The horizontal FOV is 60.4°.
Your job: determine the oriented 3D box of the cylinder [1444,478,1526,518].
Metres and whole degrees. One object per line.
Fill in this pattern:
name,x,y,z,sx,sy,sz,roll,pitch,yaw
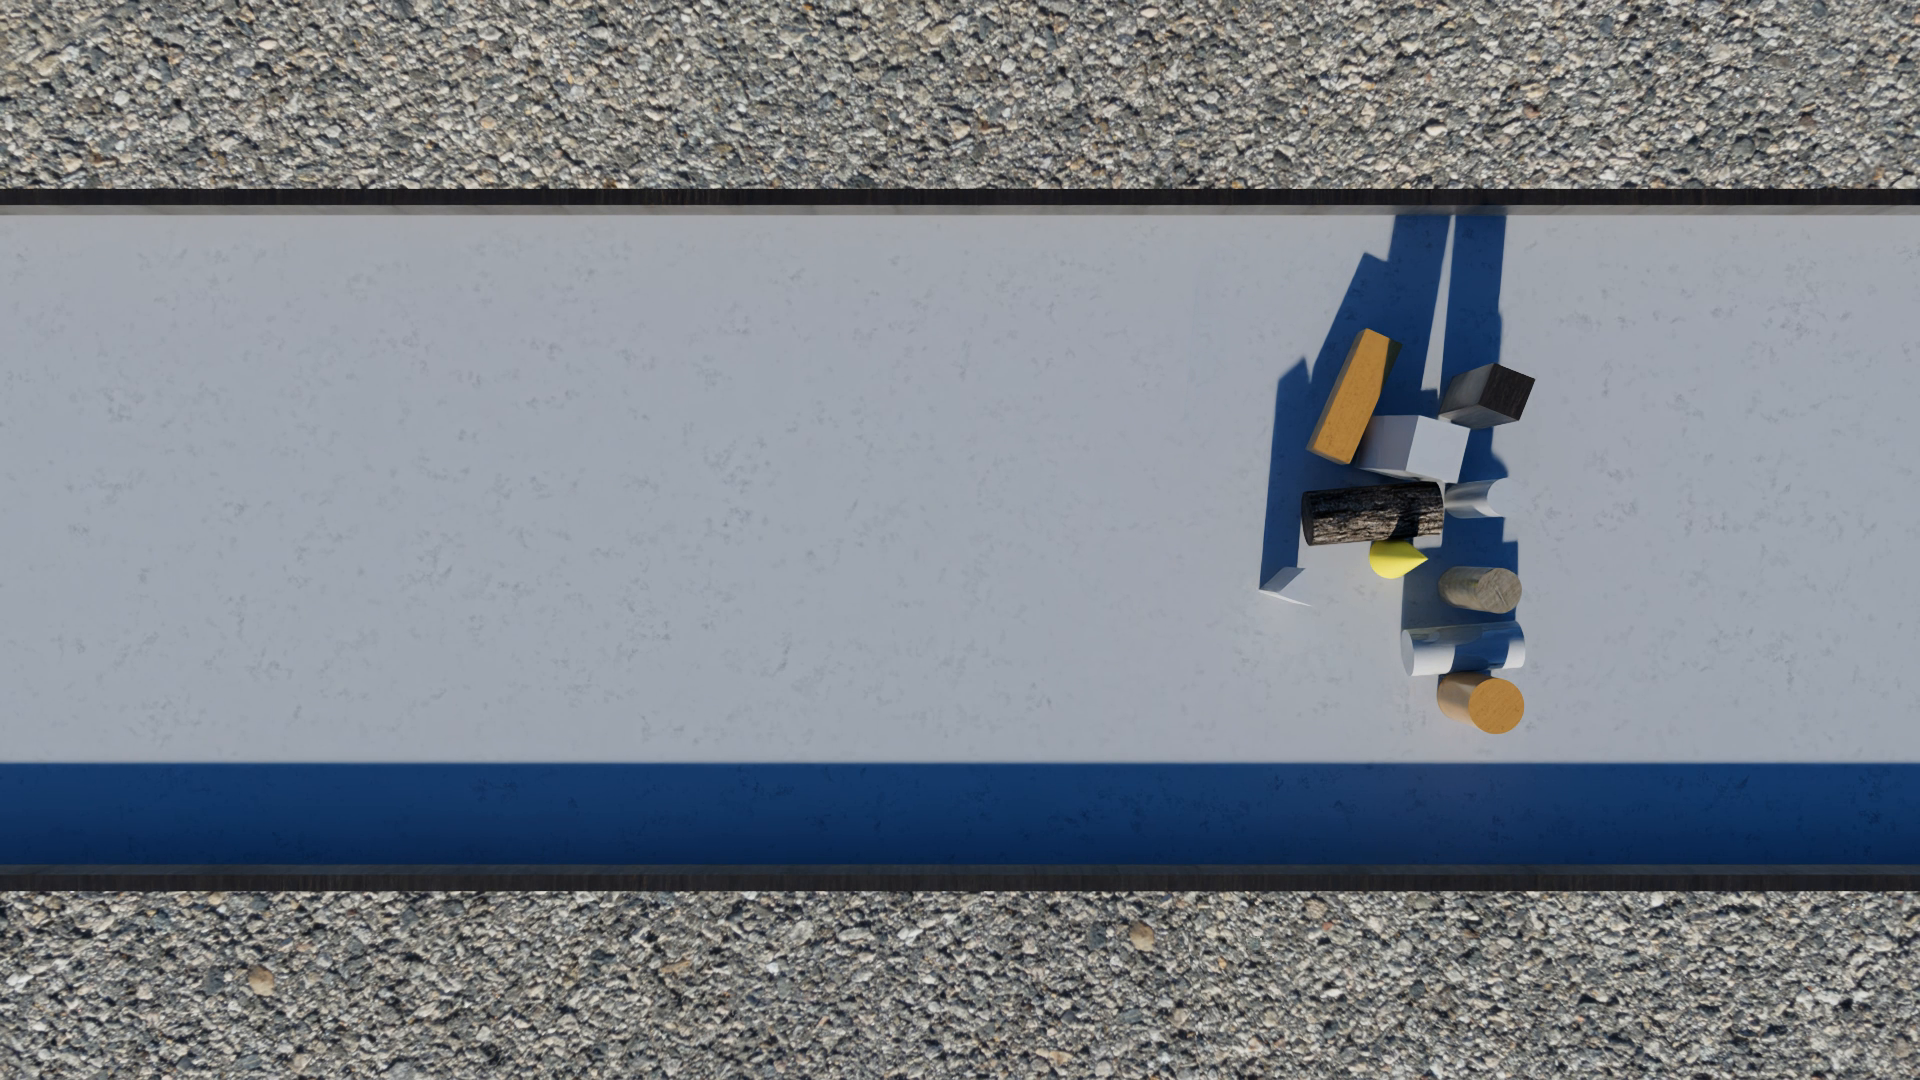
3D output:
cylinder,1.544,-0.121,4.867,0.109,0.419,0.109,0,90,0

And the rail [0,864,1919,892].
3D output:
rail,-2.247,1.025,5.001,12.000,0.150,0.050,0,90,0

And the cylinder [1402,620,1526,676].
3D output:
cylinder,1.525,0.329,5.005,0.334,0.142,0.142,-5,90,0

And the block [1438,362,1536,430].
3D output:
block,1.553,-0.421,4.881,0.127,0.392,0.127,22,90,0

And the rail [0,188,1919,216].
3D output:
rail,-2.247,-1.025,5.002,12.000,0.150,0.050,0,90,0

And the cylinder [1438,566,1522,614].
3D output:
cylinder,1.535,0.144,4.885,0.129,0.384,0.129,0,90,0

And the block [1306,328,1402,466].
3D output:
block,1.197,-0.434,5.017,0.119,0.119,0.392,24,90,0

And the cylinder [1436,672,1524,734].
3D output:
cylinder,1.548,0.480,4.917,0.161,0.319,0.161,0,90,0

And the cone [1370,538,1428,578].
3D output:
cone,1.327,0.052,4.876,0.136,0.401,0.136,0,90,0

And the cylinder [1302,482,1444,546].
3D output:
cylinder,1.246,-0.081,4.994,0.390,0.167,0.167,-5,90,0

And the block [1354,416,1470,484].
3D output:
block,1.333,-0.271,4.882,0.162,0.361,0.162,13,92,-10

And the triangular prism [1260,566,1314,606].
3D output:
triangular prism,0.988,0.128,4.923,0.111,0.306,0.097,18,90,0

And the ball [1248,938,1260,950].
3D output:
ball,4.633,6.356,25.968,0.197,0.197,0.197,0,90,0
